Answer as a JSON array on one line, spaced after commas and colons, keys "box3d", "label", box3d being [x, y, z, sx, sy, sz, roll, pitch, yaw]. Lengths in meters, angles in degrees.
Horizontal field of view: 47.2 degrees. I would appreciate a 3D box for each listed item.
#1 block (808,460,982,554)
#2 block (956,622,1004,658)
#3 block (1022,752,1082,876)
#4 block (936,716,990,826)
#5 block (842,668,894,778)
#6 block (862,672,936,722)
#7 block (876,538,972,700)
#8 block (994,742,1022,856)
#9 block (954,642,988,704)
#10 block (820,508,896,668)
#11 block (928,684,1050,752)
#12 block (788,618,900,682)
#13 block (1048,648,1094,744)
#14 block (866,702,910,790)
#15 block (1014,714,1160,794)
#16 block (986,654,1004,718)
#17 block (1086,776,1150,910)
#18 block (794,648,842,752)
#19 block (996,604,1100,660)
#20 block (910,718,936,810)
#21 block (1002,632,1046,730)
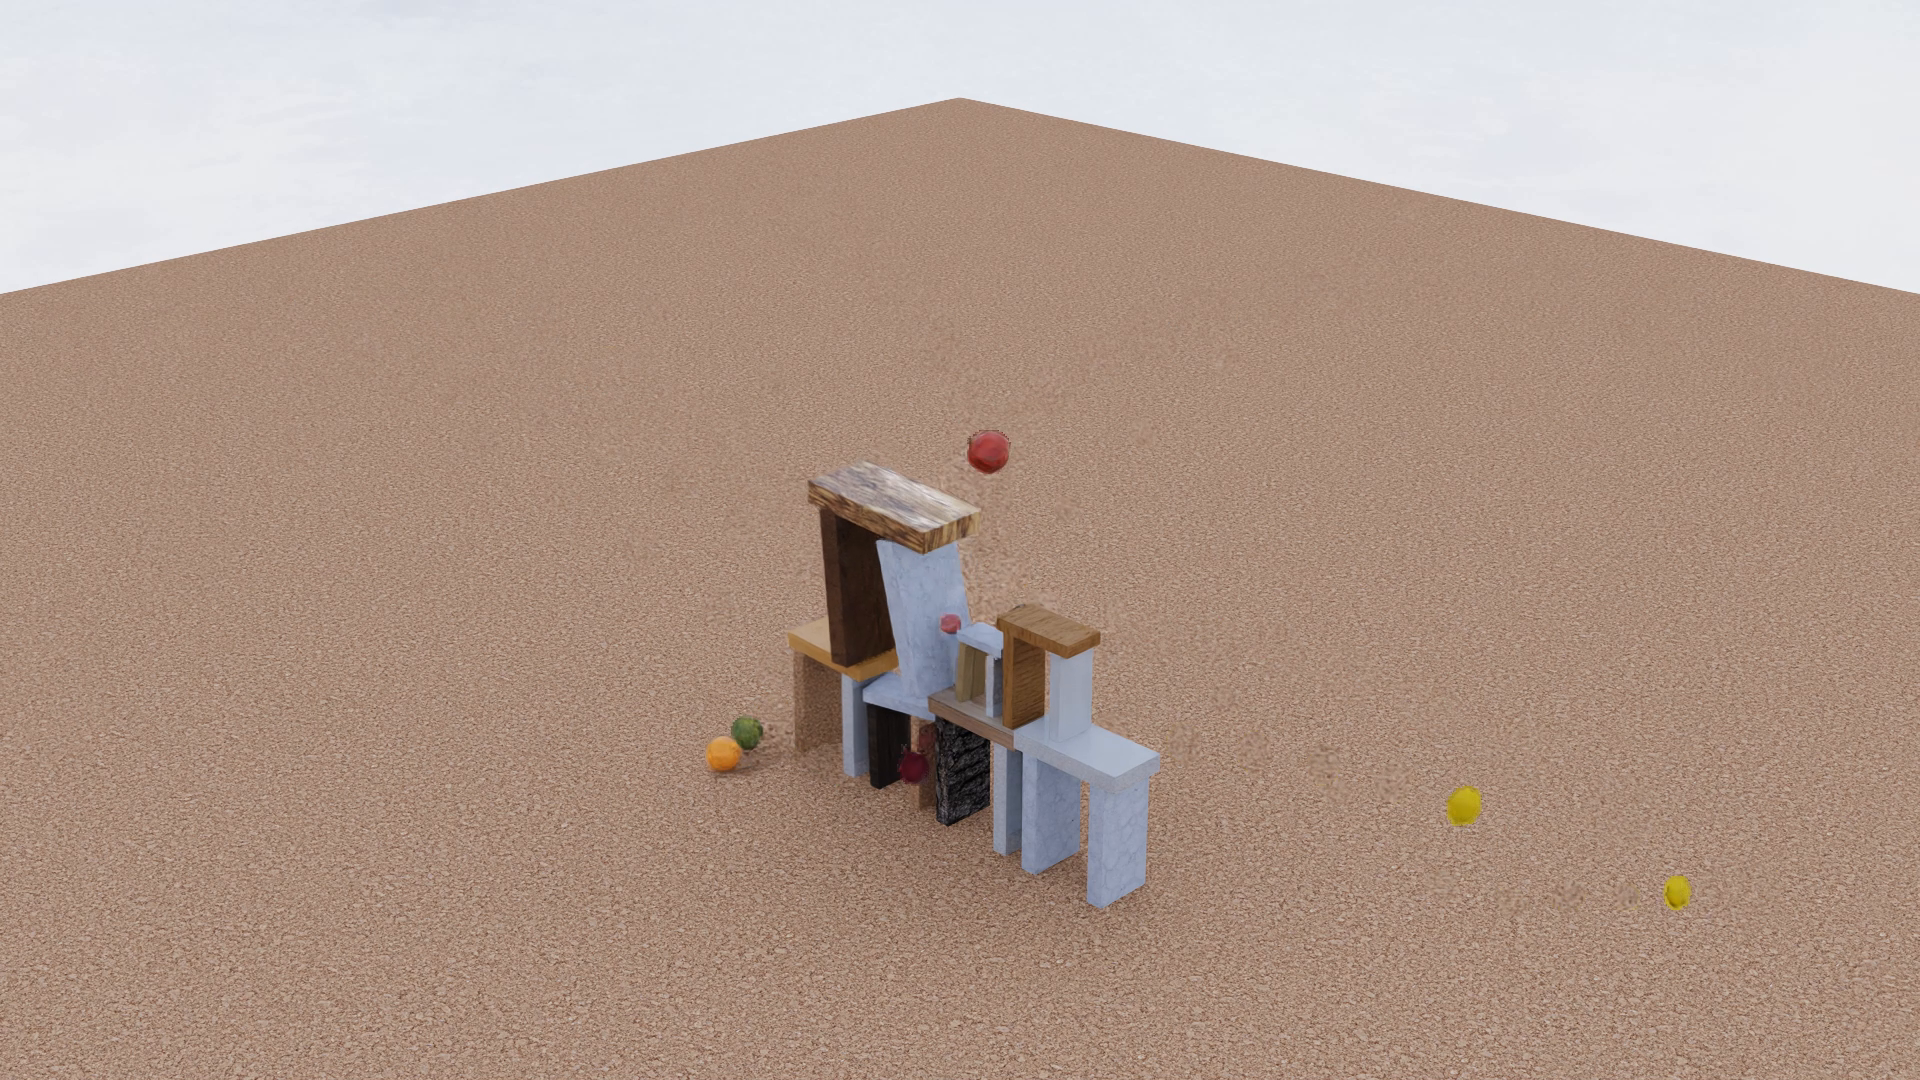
[{"box3d": [-0.131, -0.068, 4.342, 0.323, 0.046, 0.162, 24, 33, 38], "label": "block"}, {"box3d": [0.060, 0.193, 4.241, 0.065, 0.018, 0.130, -19, 27, -37], "label": "block"}, {"box3d": [0.177, 0.506, 4.242, 0.036, 0.255, 0.127, 21, 31, 41], "label": "block"}, {"box3d": [0.007, 0.443, 4.409, 0.120, 0.239, 0.034, -21, 31, -41], "label": "block"}, {"box3d": [-0.191, 0.370, 4.592, 0.033, 0.232, 0.116, 21, 31, 40], "label": "block"}, {"box3d": [-0.092, 0.321, 4.481, 0.191, 0.027, 0.095, 13, 26, 28], "label": "block"}, {"box3d": [-0.062, 0.135, 4.353, 0.162, 0.323, 0.046, -21, 16, -39], "label": "block"}, {"box3d": [0.120, 0.487, 4.306, 0.034, 0.239, 0.120, 21, 31, 41], "label": "block"}, {"box3d": [0.024, 0.250, 4.304, 0.065, 0.130, 0.018, -21, 36, -40], "label": "block"}, {"box3d": [-0.198, 0.077, 4.473, 0.046, 0.331, 0.162, 16, 27, 42], "label": "block"}, {"box3d": [0.064, 0.339, 4.304, 0.120, 0.034, 0.239, -21, 31, -40], "label": "block"}, {"box3d": [-0.240, 0.226, 4.591, 0.116, 0.033, 0.232, -20, 30, -39], "label": "block"}, {"box3d": [0.208, 0.281, 4.122, 0.026, 0.181, 0.090, 21, 31, 41], "label": "block"}, {"box3d": [-0.145, 0.410, 4.549, 0.095, 0.191, 0.027, -21, 29, -41], "label": "block"}, {"box3d": [0.237, 0.396, 4.129, 0.255, 0.036, 0.127, 21, 31, 41], "label": "block"}, {"box3d": [0.081, 0.273, 4.252, 0.065, 0.130, 0.018, -21, 31, -40], "label": "block"}, {"box3d": [0.297, 0.553, 4.131, 0.036, 0.255, 0.127, 21, 31, 41], "label": "block"}, {"box3d": [-0.299, 0.326, 4.695, 0.116, 0.232, 0.033, -21, 31, -40], "label": "block"}, {"box3d": [0.165, 0.170, 4.121, 0.090, 0.026, 0.181, -21, 31, -40], "label": "block"}, {"box3d": [-0.054, 0.446, 4.466, 0.095, 0.191, 0.027, -19, 30, -37], "label": "block"}, {"box3d": [0.123, 0.256, 4.204, 0.090, 0.198, 0.026, -21, 31, -41], "label": "block"}]
